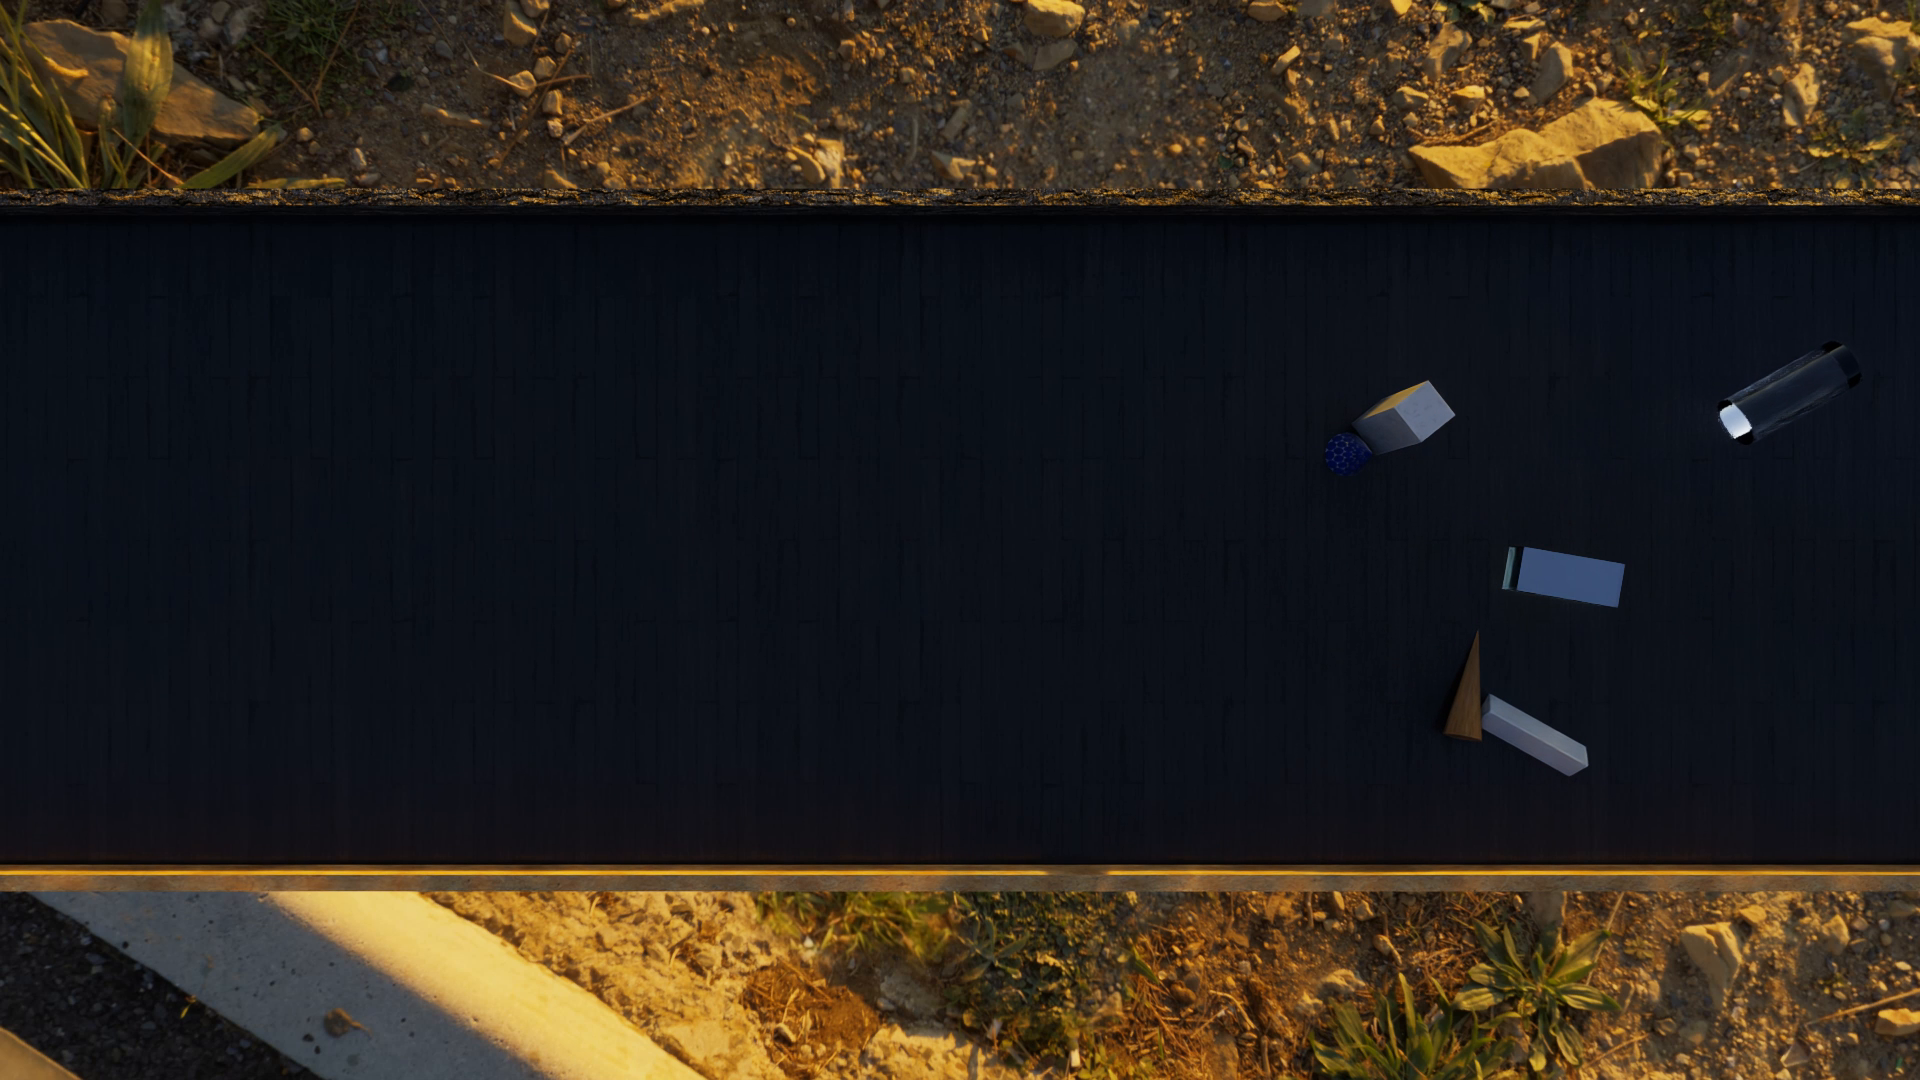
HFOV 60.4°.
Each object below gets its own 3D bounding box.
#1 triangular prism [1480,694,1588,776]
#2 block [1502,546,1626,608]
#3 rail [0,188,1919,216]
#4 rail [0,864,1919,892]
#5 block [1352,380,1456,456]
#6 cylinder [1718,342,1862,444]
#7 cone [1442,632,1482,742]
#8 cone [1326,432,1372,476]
[{"bbox_3d":[1.750,0.600,5.029,0.339,0.089,0.103,29,90,0],"label":"triangular prism"},{"bbox_3d":[1.831,0.111,5.010,0.308,0.132,0.132,10,90,0],"label":"block"},{"bbox_3d":[-2.247,-1.025,5.002,12.000,0.150,0.050,0,90,0],"label":"rail"},{"bbox_3d":[-2.247,1.025,5.001,12.000,0.150,0.050,0,90,0],"label":"rail"},{"bbox_3d":[1.299,-0.355,4.859,0.125,0.429,0.125,-38,90,-3],"label":"block"},{"bbox_3d":[2.513,-0.446,4.999,0.371,0.155,0.155,-29,90,0],"label":"cylinder"},{"bbox_3d":[1.561,0.436,5.047,0.118,0.118,0.342,12,80,0],"label":"cone"},{"bbox_3d":[1.179,-0.254,4.871,0.133,0.402,0.133,0,93,3],"label":"cone"}]
